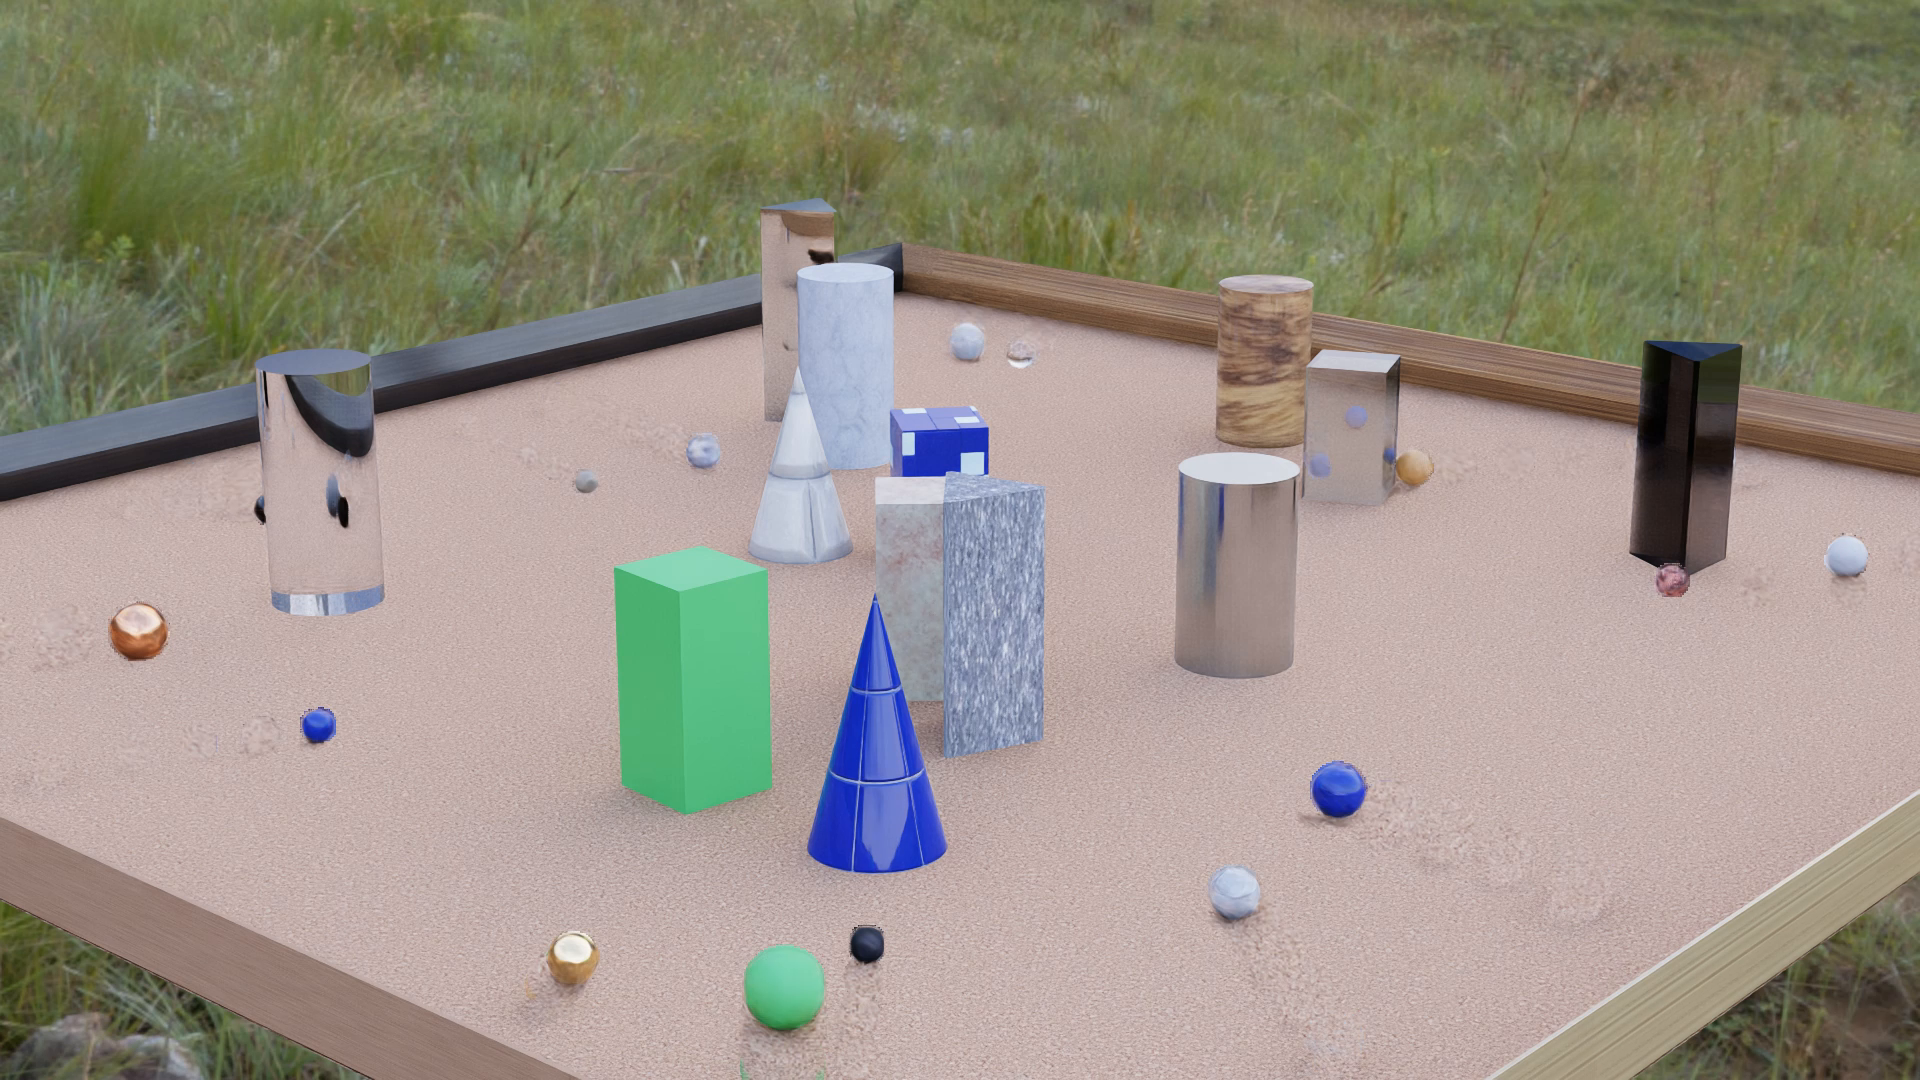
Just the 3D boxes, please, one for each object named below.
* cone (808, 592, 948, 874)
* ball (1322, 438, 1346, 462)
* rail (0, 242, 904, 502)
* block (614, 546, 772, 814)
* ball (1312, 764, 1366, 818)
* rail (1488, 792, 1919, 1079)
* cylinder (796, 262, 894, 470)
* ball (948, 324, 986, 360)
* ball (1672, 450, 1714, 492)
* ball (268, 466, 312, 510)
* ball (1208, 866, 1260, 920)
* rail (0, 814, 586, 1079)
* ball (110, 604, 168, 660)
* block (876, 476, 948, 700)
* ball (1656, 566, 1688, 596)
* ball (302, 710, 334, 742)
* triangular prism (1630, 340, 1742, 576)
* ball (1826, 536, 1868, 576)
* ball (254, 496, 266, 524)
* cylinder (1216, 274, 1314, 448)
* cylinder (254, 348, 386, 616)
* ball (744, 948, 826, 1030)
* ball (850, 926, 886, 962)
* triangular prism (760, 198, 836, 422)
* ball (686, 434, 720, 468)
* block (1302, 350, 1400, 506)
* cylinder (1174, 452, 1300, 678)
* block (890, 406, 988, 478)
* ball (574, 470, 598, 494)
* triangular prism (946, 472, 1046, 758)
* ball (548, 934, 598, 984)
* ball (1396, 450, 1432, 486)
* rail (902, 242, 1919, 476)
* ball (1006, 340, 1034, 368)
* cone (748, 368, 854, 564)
[{"bbox_3d":[-0.114,0.246,3.994,0.194,0.369,0.194,0,17,0],"label":"cone"},{"bbox_3d":[0.761,-0.182,5.967,0.048,0.048,0.048,0,17,0],"label":"ball"},{"bbox_3d":[-1.332,-0.302,6.228,0.045,0.126,3.662,14,22,39],"label":"rail"},{"bbox_3d":[-0.382,0.199,4.213,0.155,0.332,0.155,-14,22,-40],"label":"block"},{"bbox_3d":[0.535,0.354,4.142,0.075,0.075,0.075,0,17,0],"label":"ball"},{"bbox_3d":[1.332,0.366,4.013,0.045,0.126,3.662,14,22,39],"label":"rail"},{"bbox_3d":[-0.231,-0.354,5.956,0.194,0.384,0.194,0,17,0],"label":"cylinder"},{"bbox_3d":[0.016,-0.462,6.833,0.085,0.085,0.085,0,17,0],"label":"ball"},{"bbox_3d":[1.439,-0.135,5.754,0.081,0.081,0.081,0,17,0],"label":"ball"},{"bbox_3d":[-1.288,-0.100,5.634,0.083,0.083,0.083,0,17,0],"label":"ball"},{"bbox_3d":[0.357,0.459,3.810,0.067,0.067,0.067,0,17,0],"label":"ball"},{"bbox_3d":[-1.185,0.426,3.813,3.576,0.126,0.045,14,22,39],"label":"rail"},{"bbox_3d":[-1.342,0.149,4.793,0.092,0.092,0.092,0,17,0],"label":"ball"},{"bbox_3d":[-0.054,0.076,4.637,0.155,0.322,0.155,0,17,-1],"label":"block"},{"bbox_3d":[1.242,0.071,5.116,0.055,0.055,0.055,0,17,0],"label":"ball"},{"bbox_3d":[-0.970,0.281,4.432,0.049,0.049,0.049,0,17,0],"label":"ball"},{"bbox_3d":[1.283,-0.153,5.268,0.146,0.397,0.168,14,22,38],"label":"triangular prism"},{"bbox_3d":[1.581,0.029,5.227,0.072,0.072,0.072,0,17,0],"label":"ball"},{"bbox_3d":[-1.303,-0.059,5.540,0.059,0.059,0.059,0,17,0],"label":"ball"},{"bbox_3d":[0.635,-0.374,6.121,0.194,0.327,0.194,0,17,0],"label":"cylinder"},{"bbox_3d":[-1.100,-0.101,5.047,0.194,0.424,0.194,0,17,0],"label":"cylinder"},{"bbox_3d":[-0.209,0.536,3.502,0.097,0.097,0.097,0,17,0],"label":"ball"},{"bbox_3d":[-0.116,0.509,3.684,0.044,0.044,0.044,0,17,0],"label":"ball"},{"bbox_3d":[-0.321,-0.491,6.279,0.168,0.461,0.146,5,17,15],"label":"triangular prism"},{"bbox_3d":[-0.518,-0.178,5.921,0.068,0.068,0.068,0,17,0],"label":"ball"},{"bbox_3d":[0.764,-0.221,5.721,0.155,0.264,0.155,5,18,18],"label":"block"},{"bbox_3d":[0.448,0.040,4.754,0.194,0.324,0.194,0,17,0],"label":"cylinder"},{"bbox_3d":[-0.038,-0.096,5.318,0.155,0.258,0.155,-3,17,-9],"label":"block"},{"bbox_3d":[-0.732,-0.113,5.745,0.044,0.044,0.044,0,17,0],"label":"ball"},{"bbox_3d":[0.018,0.105,4.414,0.168,0.396,0.146,-9,19,-27],"label":"triangular prism"},{"bbox_3d":[-0.478,0.518,3.623,0.063,0.063,0.063,0,17,0],"label":"ball"},{"bbox_3d":[0.894,-0.143,5.780,0.070,0.070,0.070,0,17,0],"label":"ball"},{"bbox_3d":[1.185,-0.363,6.427,3.576,0.126,0.045,14,22,39],"label":"rail"},{"bbox_3d":[0.139,-0.427,6.753,0.064,0.064,0.064,0,17,0],"label":"ball"},{"bbox_3d":[-0.293,-0.150,5.345,0.194,0.346,0.194,0,17,0],"label":"cone"}]
